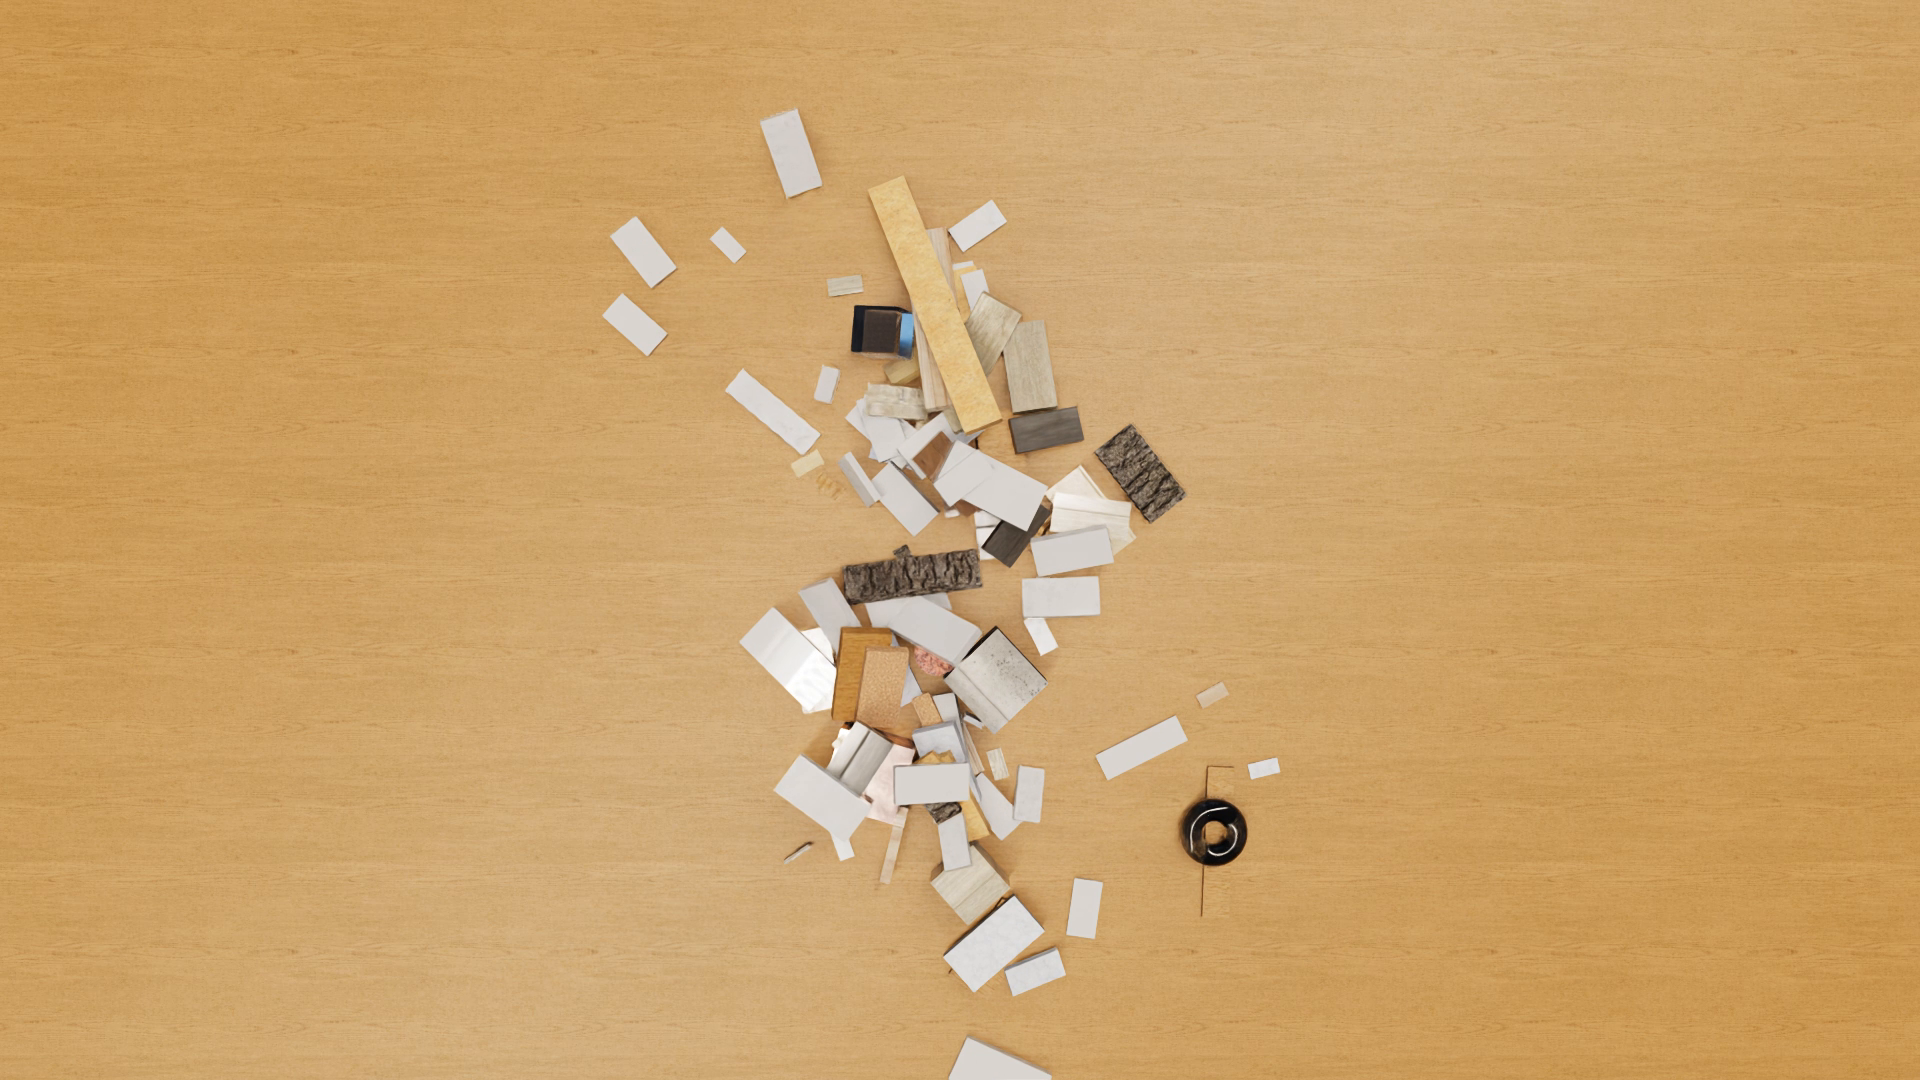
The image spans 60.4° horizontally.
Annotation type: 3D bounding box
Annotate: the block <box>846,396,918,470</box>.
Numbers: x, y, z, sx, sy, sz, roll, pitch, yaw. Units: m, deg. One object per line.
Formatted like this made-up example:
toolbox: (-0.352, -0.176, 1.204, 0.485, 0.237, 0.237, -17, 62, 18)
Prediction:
block: (-0.242, -0.365, 5.455, 0.257, 0.036, 0.128, 42, 92, 7)

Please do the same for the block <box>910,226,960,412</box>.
block: (-0.076, -0.723, 5.394, 0.149, 0.042, 0.613, -9, 76, 4)

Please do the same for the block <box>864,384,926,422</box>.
block: (-0.206, -0.450, 5.395, 0.202, 0.029, 0.101, 6, 83, -2)

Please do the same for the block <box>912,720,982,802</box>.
block: (-0.041, 0.737, 5.385, 0.143, 0.041, 0.286, -15, 107, 13)

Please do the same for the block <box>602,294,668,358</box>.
block: (-1.079, -0.715, 5.486, 0.202, 0.029, 0.101, 42, 90, 0)

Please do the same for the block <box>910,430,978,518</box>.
block: (-0.021, -0.213, 5.360, 0.133, 0.038, 0.265, -45, 102, -6)

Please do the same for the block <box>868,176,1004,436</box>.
block: (-0.084, -0.770, 5.365, 0.128, 0.036, 0.912, -22, 75, 1)

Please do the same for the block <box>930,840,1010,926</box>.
block: (0.033, 1.114, 5.408, 0.184, 0.184, 0.184, -41, 90, 0)

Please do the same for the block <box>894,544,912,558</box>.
block: (-0.177, 0.072, 5.492, 0.053, 0.015, 0.105, -28, 90, -1)

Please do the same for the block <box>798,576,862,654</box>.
block: (-0.409, 0.255, 5.410, 0.133, 0.038, 0.266, -18, 109, 40)

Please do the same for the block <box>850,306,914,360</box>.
block: (-0.253, -0.679, 5.403, 0.152, 0.152, 0.152, 5, 90, 19)

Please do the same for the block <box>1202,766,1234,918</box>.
block: (0.858, 1.005, 5.487, 0.089, 0.025, 0.501, 2, 90, 0)

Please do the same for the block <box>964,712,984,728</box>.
block: (0.045, 0.592, 5.436, 0.064, 0.129, 0.018, 28, 90, 0)

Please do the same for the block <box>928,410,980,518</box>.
block: (-0.026, -0.290, 5.456, 0.117, 0.033, 0.422, -10, 88, 0)

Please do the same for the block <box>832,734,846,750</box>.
block: (-0.356, 0.669, 5.246, 0.050, 0.014, 0.101, -43, 90, 0)

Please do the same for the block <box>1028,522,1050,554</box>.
block: (0.261, -0.007, 5.455, 0.015, 0.051, 0.103, 32, 115, 13)

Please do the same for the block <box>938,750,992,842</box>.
block: (-0.030, 0.846, 5.380, 0.143, 0.041, 0.311, -22, 105, 16)

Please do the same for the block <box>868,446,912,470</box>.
block: (-0.219, -0.277, 5.493, 0.162, 0.015, 0.051, 16, 90, 0)

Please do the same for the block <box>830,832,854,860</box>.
block: (-0.391, 1.012, 5.493, 0.050, 0.014, 0.101, -19, 90, 0)

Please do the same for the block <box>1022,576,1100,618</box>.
block: (0.334, 0.191, 5.472, 0.254, 0.036, 0.127, -2, 80, 0)

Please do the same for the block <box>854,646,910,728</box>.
block: (-0.257, 0.480, 5.381, 0.140, 0.040, 0.280, 4, 113, -15)

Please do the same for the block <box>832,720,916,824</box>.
block: (-0.296, 0.753, 5.377, 0.247, 0.247, 0.247, 17, 90, 0)

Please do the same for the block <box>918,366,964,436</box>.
block: (-0.027, -0.477, 5.373, 0.109, 0.031, 0.258, -27, 74, -4)

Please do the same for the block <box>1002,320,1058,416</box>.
block: (0.226, -0.571, 5.454, 0.149, 0.042, 0.298, -9, 80, 0)

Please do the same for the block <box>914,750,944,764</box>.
block: (-0.065, 0.772, 5.322, 0.092, 0.026, 0.184, -37, 101, 19)

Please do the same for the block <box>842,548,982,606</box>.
block: (-0.158, 0.121, 5.429, 0.447, 0.038, 0.134, -8, 52, -1)

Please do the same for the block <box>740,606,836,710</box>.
block: (-0.555, 0.391, 5.439, 0.323, 0.046, 0.162, 44, 90, 0)

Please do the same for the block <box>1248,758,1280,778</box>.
block: (1.011, 0.760, 5.493, 0.100, 0.014, 0.050, -14, 90, 0)

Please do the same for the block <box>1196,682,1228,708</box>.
block: (0.840, 0.516, 5.493, 0.100, 0.014, 0.050, -29, 90, 0)

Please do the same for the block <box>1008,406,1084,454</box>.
block: (0.285, -0.363, 5.453, 0.234, 0.033, 0.117, -12, 86, -14)

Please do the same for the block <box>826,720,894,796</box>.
block: (-0.341, 0.723, 5.219, 0.140, 0.040, 0.280, 33, 96, 0)

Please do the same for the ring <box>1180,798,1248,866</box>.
ring: (0.837, 0.964, 5.438, 0.225, 0.075, 0.225, 0, 91, -1)

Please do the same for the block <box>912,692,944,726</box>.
block: (-0.103, 0.567, 5.396, 0.064, 0.018, 0.129, -24, 90, 12)

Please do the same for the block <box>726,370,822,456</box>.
block: (-0.621, -0.424, 5.487, 0.339, 0.026, 0.092, 40, 90, 0)

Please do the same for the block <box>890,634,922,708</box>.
block: (-0.228, 0.435, 5.483, 0.121, 0.034, 0.241, -26, 90, 0)

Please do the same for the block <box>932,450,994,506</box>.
block: (0.011, -0.199, 5.286, 0.184, 0.026, 0.092, -38, 99, -7)

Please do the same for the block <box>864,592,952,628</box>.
block: (-0.176, 0.209, 5.463, 0.267, 0.038, 0.134, -19, 91, -8)

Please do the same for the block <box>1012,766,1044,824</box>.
block: (0.227, 0.841, 5.454, 0.089, 0.025, 0.177, 10, 74, -13)

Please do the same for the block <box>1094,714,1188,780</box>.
block: (0.603, 0.690, 5.487, 0.298, 0.026, 0.092, -27, 90, 0)

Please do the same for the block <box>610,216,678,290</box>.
block: (-1.050, -0.955, 5.485, 0.109, 0.031, 0.219, -38, 90, 0)

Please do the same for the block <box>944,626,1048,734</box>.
block: (0.115, 0.452, 5.381, 0.239, 0.239, 0.239, -43, 90, 0)

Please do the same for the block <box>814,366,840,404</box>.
block: (-0.444, -0.517, 5.488, 0.058, 0.016, 0.115, 17, 90, 9)

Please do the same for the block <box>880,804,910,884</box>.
block: (-0.216, 0.996, 5.440, 0.034, 0.121, 0.254, 14, 90, 0)

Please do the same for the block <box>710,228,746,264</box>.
block: (-0.771, -0.980, 5.492, 0.058, 0.016, 0.115, -45, 90, 0)

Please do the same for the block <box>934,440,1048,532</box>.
block: (0.099, -0.176, 5.341, 0.340, 0.046, 0.162, 27, 88, -12)
